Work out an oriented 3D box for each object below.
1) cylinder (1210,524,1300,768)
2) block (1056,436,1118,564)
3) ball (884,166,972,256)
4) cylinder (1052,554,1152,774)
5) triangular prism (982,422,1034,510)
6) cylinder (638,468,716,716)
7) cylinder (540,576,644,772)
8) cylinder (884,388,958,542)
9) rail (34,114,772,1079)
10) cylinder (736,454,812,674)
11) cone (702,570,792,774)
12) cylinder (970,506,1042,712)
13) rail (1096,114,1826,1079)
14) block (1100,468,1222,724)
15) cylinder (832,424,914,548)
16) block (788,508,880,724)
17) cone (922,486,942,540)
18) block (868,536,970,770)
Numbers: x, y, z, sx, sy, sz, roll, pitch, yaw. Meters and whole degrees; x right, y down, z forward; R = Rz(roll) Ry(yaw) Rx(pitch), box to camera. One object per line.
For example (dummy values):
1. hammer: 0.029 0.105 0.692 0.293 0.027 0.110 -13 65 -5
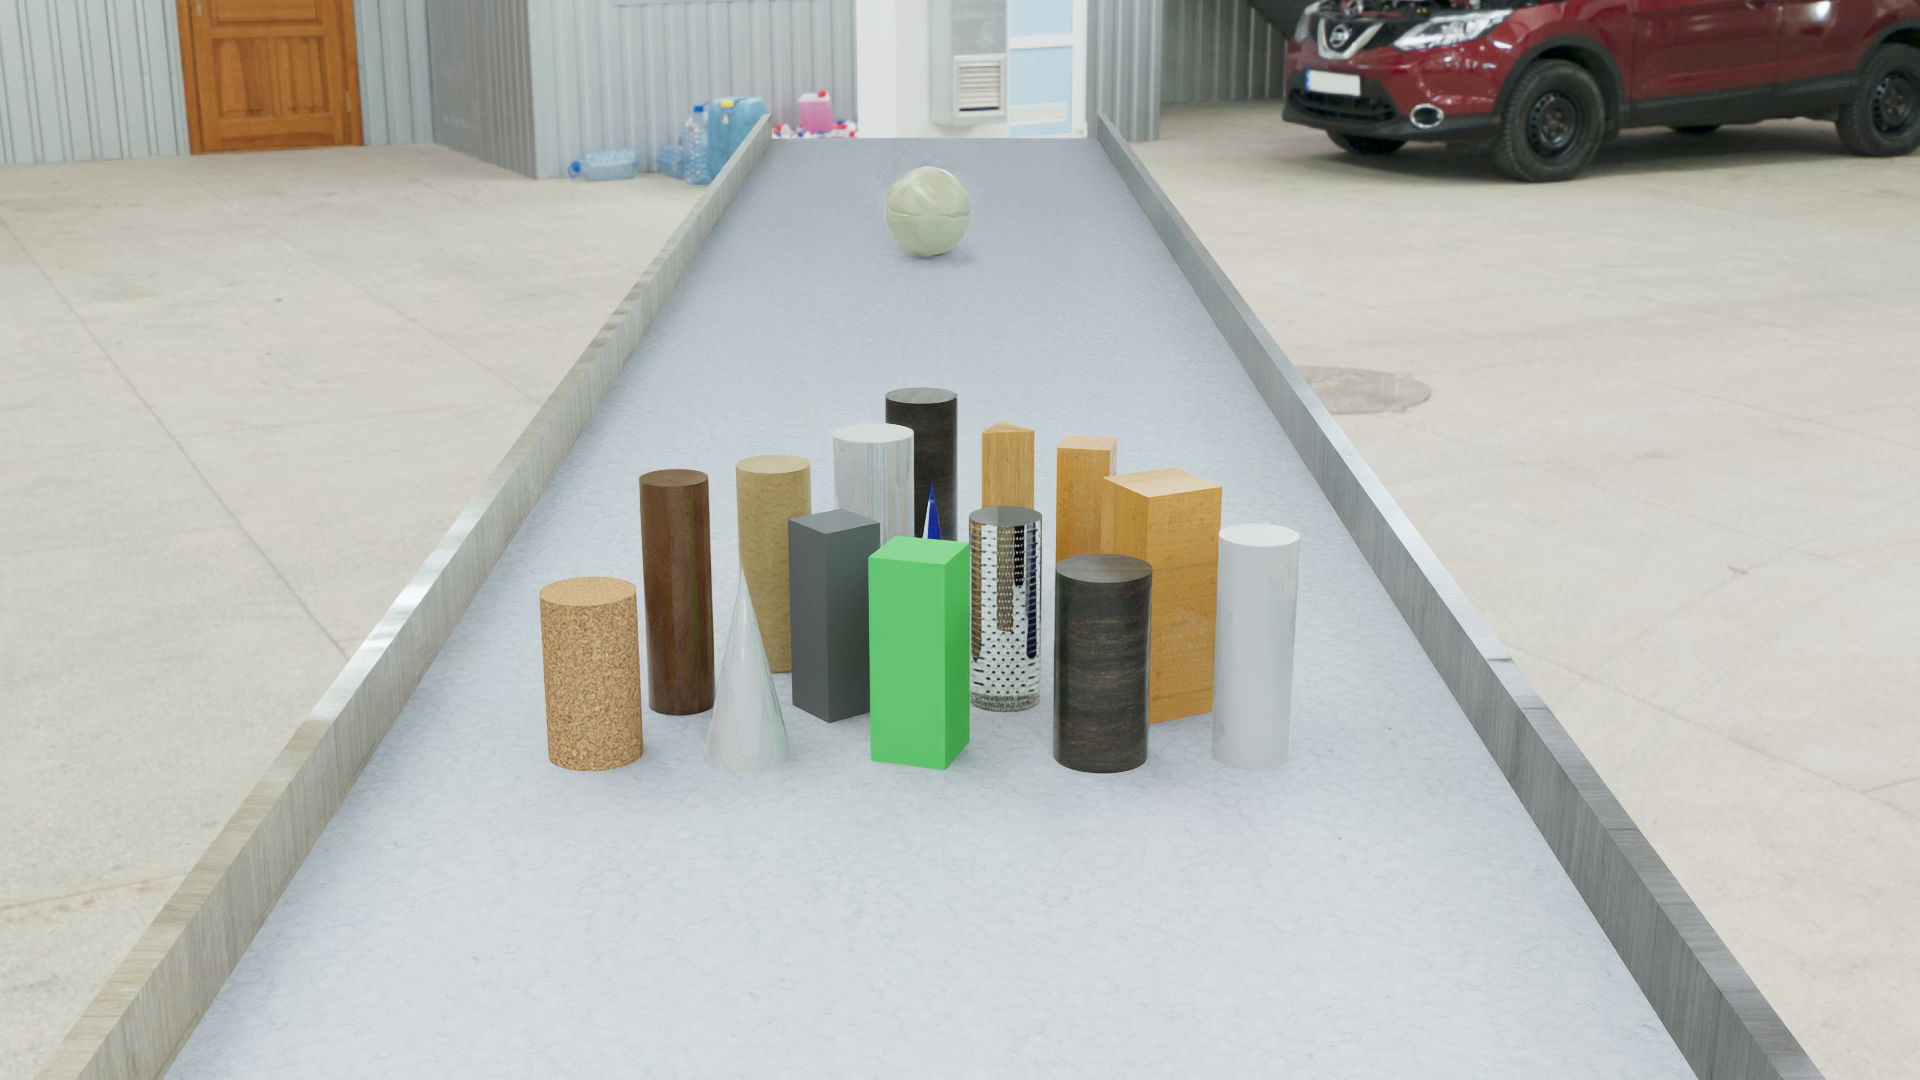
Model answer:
1. cylinder: 0.520 0.187 3.881 0.140 0.409 0.140 0 17 0
2. block: 0.249 0.025 4.358 0.104 0.448 0.104 3 17 11
3. ball: -0.133 -1.379 9.217 0.368 0.368 0.368 0 17 0
4. cylinder: 0.251 0.217 3.882 0.169 0.351 0.169 0 17 0
5. triangular prism: 0.092 -0.036 4.619 0.108 0.415 0.094 -3 17 -9
6. cylinder: -0.528 0.098 4.118 0.128 0.444 0.128 0 17 0
7. cylinder: -0.652 0.236 3.897 0.168 0.306 0.168 0 17 0
8. cylinder: -0.085 -0.120 4.905 0.161 0.414 0.161 0 17 0
9. rail: -1.118 -0.838 7.780 0.050 0.150 12.000 0 17 -1
10. cylinder: -0.365 0.047 4.351 0.146 0.409 0.146 0 17 0
11. cone: -0.379 0.217 3.880 0.161 0.352 0.161 0 17 0
12. cylinder: 0.085 0.130 4.150 0.137 0.365 0.137 0 17 0
13. rail: 0.932 -0.844 7.801 0.050 0.150 12.000 0 17 -1
14. block: 0.371 0.103 4.110 0.159 0.439 0.159 -9 19 -27
15. cylinder: -0.182 -0.034 4.645 0.172 0.396 0.172 0 17 0
16. block: -0.233 0.140 4.112 0.122 0.367 0.122 -12 21 -36
17. cone: -0.056 0.055 4.404 0.113 0.363 0.113 0 17 0
18. block: -0.071 0.199 3.896 0.139 0.378 0.139 5 17 17
